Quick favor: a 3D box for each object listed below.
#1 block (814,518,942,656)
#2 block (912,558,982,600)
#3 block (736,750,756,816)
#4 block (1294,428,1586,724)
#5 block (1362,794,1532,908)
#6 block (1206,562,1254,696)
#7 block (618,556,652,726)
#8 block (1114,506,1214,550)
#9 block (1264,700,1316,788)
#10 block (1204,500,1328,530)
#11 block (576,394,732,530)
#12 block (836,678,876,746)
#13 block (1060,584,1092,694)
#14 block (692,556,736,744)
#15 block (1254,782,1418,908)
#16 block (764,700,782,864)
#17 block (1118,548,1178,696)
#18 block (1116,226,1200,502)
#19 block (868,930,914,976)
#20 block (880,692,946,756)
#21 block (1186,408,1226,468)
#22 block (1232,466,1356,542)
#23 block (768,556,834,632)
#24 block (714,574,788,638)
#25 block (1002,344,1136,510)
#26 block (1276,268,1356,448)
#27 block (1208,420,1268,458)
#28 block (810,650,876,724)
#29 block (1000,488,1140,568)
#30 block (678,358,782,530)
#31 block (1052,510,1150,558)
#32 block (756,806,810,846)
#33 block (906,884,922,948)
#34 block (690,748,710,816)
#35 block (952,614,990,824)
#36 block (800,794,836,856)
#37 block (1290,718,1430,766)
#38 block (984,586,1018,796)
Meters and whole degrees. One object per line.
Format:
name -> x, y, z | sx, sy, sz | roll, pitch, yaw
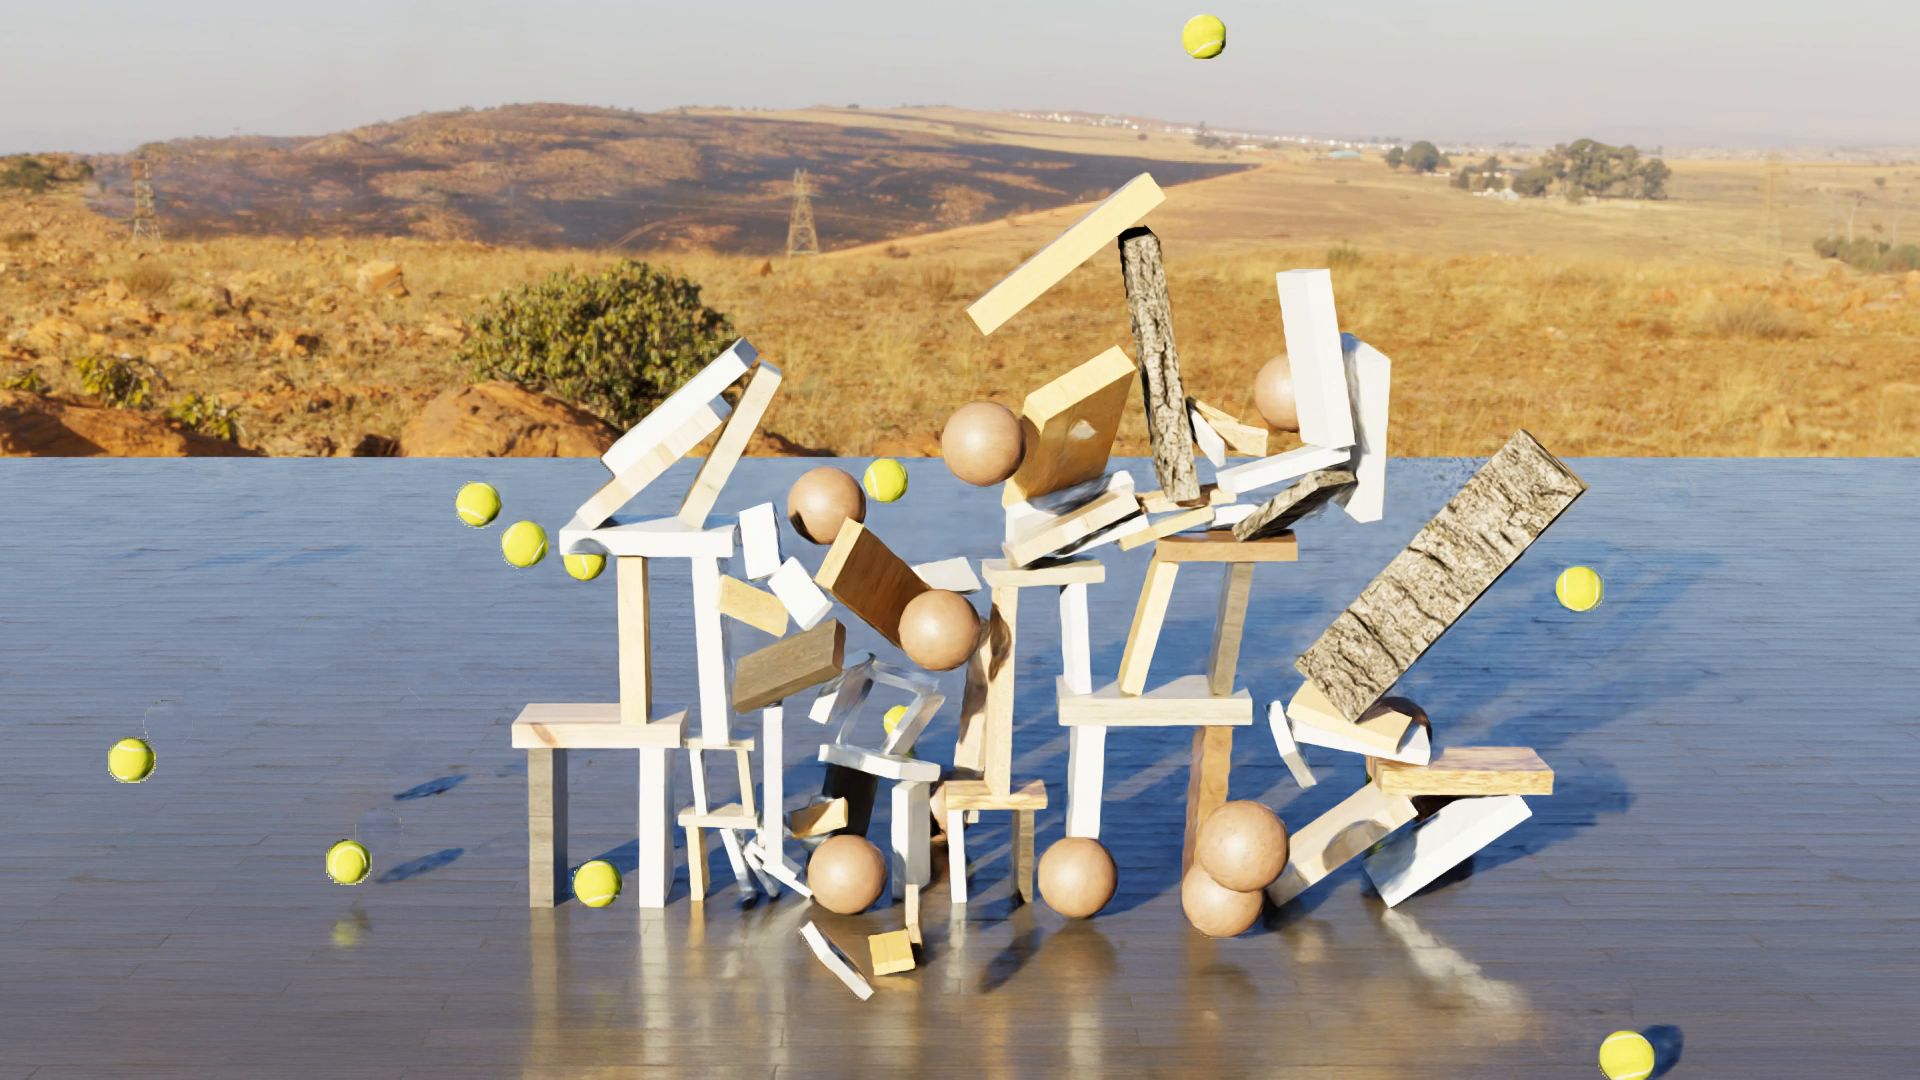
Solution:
block -> -0.123, 0.078, 3.452 | 0.030, 0.107, 0.417 | 24, -9, 22
block -> -0.024, 0.067, 3.730 | 0.126, 0.063, 0.018 | -9, -26, -49
block -> -0.351, 0.391, 3.616 | 0.016, 0.113, 0.057 | -6, 12, -2
block -> 0.755, 0.062, 3.482 | 0.134, 0.524, 0.038 | 47, 20, 16
block -> 0.805, 0.496, 3.651 | 0.276, 0.039, 0.138 | -35, 9, 6
block -> 0.440, 0.131, 3.584 | 0.031, 0.222, 0.111 | 8, 11, 0
block -> -0.530, 0.152, 3.586 | 0.039, 0.274, 0.137 | -1, 11, -4
block -> 0.327, -0.024, 3.557 | 0.156, 0.022, 0.078 | -20, 8, -4
block -> 0.553, 0.343, 3.679 | 0.026, 0.092, 0.184 | -21, -29, 11
block -> 0.498, -0.044, 3.591 | 0.187, 0.027, 0.094 | -7, -6, -3
block -> -0.489, -0.128, 3.532 | 0.274, 0.039, 0.137 | -39, 9, 9
block -> -0.174, 0.284, 3.692 | 0.017, 0.123, 0.062 | 25, 39, -1
block -> 0.187, 0.151, 3.586 | 0.026, 0.184, 0.092 | -5, 11, -8
block -> -0.398, 0.166, 3.574 | 0.039, 0.305, 0.137 | -2, 10, 1
block -> 0.621, 0.495, 3.651 | 0.276, 0.039, 0.138 | -35, 9, 6
block -> -0.297, 0.370, 3.495 | 0.027, 0.332, 0.094 | 0, 41, -4
block -> 0.306, 0.132, 3.585 | 0.031, 0.222, 0.111 | 15, 10, -2
block -> 0.316, -0.282, 3.509 | 0.050, 0.416, 0.175 | -10, 15, 1
block -> -0.105, 0.632, 3.372 | 0.061, 0.017, 0.121 | -9, 11, -4
block -> -0.079, 0.306, 3.671 | 0.017, 0.123, 0.062 | 43, 19, 25
block -> 0.386, -0.161, 3.461 | 0.014, 0.048, 0.095 | -24, 47, -14
block -> 0.522, -0.056, 3.449 | 0.094, 0.027, 0.187 | -10, -19, -42
block -> -0.246, 0.082, 3.384 | 0.016, 0.058, 0.116 | 36, 10, -51
block -> -0.318, 0.101, 3.375 | 0.116, 0.058, 0.016 | 25, -45, -24
block -> 0.170, -0.162, 3.520 | 0.175, 0.050, 0.350 | -30, -20, -19
block -> 0.544, -0.279, 3.369 | 0.038, 0.267, 0.134 | -12, 9, -9
block -> 0.437, -0.160, 3.461 | 0.095, 0.048, 0.014 | 12, 51, 16
block -> -0.184, 0.231, 3.483 | 0.027, 0.094, 0.187 | 24, 8, 9
block -> 0.175, -0.021, 3.519 | 0.213, 0.030, 0.107 | -26, 8, -5
block -> -0.368, -0.156, 3.524 | 0.039, 0.274, 0.137 | 28, 6, -9
block -> 0.224, -0.010, 3.548 | 0.156, 0.022, 0.078 | -19, 8, 0
block -> -0.289, 0.474, 3.642 | 0.095, 0.013, 0.047 | -14, 45, 2
block -> -0.070, 0.577, 3.364 | 0.017, 0.061, 0.152 | -2, -24, 1
block -> -0.428, 0.390, 3.617 | 0.016, 0.113, 0.057 | -5, 14, 0
block -> 0.028, 0.308, 3.787 | 0.018, 0.359, 0.063 | -2, 15, -37
block -> -0.234, 0.473, 3.659 | 0.047, 0.095, 0.013 | 10, -4, 31
block -> 0.659, 0.319, 3.625 | 0.221, 0.026, 0.092 | 11, 23, 1
block -> 0.066, 0.237, 3.581 | 0.026, 0.349, 0.092 | 0, 12, -8
